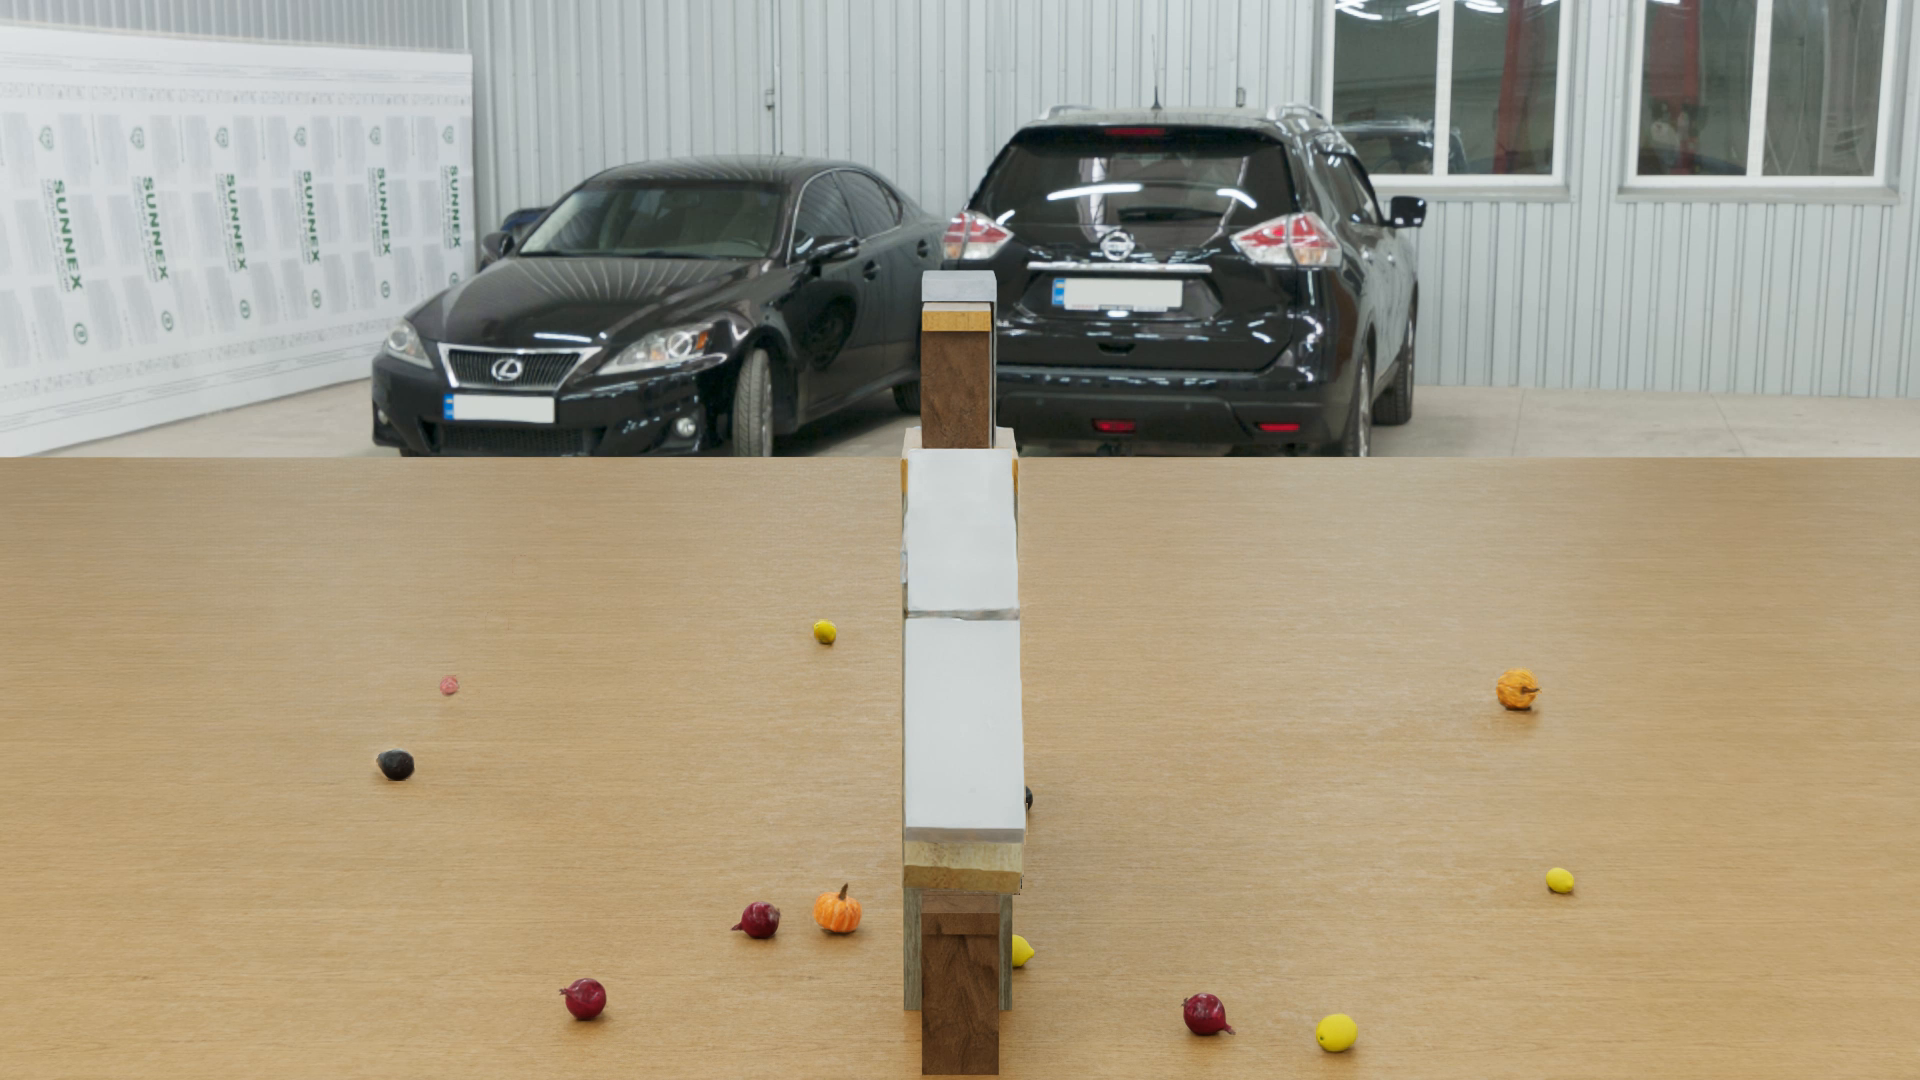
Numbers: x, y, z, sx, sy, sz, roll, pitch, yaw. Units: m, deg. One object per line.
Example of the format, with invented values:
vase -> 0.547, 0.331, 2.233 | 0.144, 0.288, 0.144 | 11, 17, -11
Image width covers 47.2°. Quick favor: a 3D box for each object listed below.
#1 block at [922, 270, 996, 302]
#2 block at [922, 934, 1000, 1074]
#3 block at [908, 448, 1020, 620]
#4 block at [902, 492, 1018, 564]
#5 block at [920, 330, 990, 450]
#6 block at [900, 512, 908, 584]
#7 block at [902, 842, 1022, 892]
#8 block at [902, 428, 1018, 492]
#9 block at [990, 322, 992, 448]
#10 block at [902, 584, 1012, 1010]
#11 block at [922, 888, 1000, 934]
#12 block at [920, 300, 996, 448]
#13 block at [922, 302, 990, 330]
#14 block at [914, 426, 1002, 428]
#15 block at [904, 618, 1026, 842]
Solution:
block -> -0.002, -0.406, 3.507 | 0.115, 0.033, 0.229 | 0, 11, 0
block -> 0.000, 0.617, 2.959 | 0.104, 0.207, 0.029 | 0, 11, 0
block -> 0.002, -0.005, 3.006 | 0.146, 0.041, 0.292 | -1, 49, -1
block -> 0.000, 0.107, 3.430 | 0.178, 0.387, 0.050 | 0, 11, 0
block -> -0.007, -0.172, 3.258 | 0.100, 0.279, 0.028 | 0, 8, -3
block -> -0.004, 0.009, 3.174 | 0.157, 0.044, 0.314 | 0, 11, 0
block -> 0.003, 0.326, 2.861 | 0.146, 0.041, 0.292 | 4, 42, -3
block -> -0.001, -0.130, 3.507 | 0.178, 0.050, 0.355 | 0, 11, 0
block -> -0.002, -0.237, 3.397 | 0.100, 0.200, 0.028 | -1, 11, -6
block -> -0.003, 0.363, 3.140 | 0.157, 0.639, 0.044 | 0, 12, 0
block -> 0.000, 0.488, 3.005 | 0.103, 0.029, 0.207 | 0, 11, 0
block -> -0.002, -0.261, 3.448 | 0.115, 0.229, 0.033 | 2, 11, 10
block -> -0.005, -0.336, 3.304 | 0.100, 0.028, 0.200 | 0, 10, 0
block -> -0.003, -0.155, 3.850 | 0.160, 0.045, 0.320 | 0, 11, 0
block -> 0.004, 0.237, 2.761 | 0.146, 0.292, 0.041 | 1, -32, -3
